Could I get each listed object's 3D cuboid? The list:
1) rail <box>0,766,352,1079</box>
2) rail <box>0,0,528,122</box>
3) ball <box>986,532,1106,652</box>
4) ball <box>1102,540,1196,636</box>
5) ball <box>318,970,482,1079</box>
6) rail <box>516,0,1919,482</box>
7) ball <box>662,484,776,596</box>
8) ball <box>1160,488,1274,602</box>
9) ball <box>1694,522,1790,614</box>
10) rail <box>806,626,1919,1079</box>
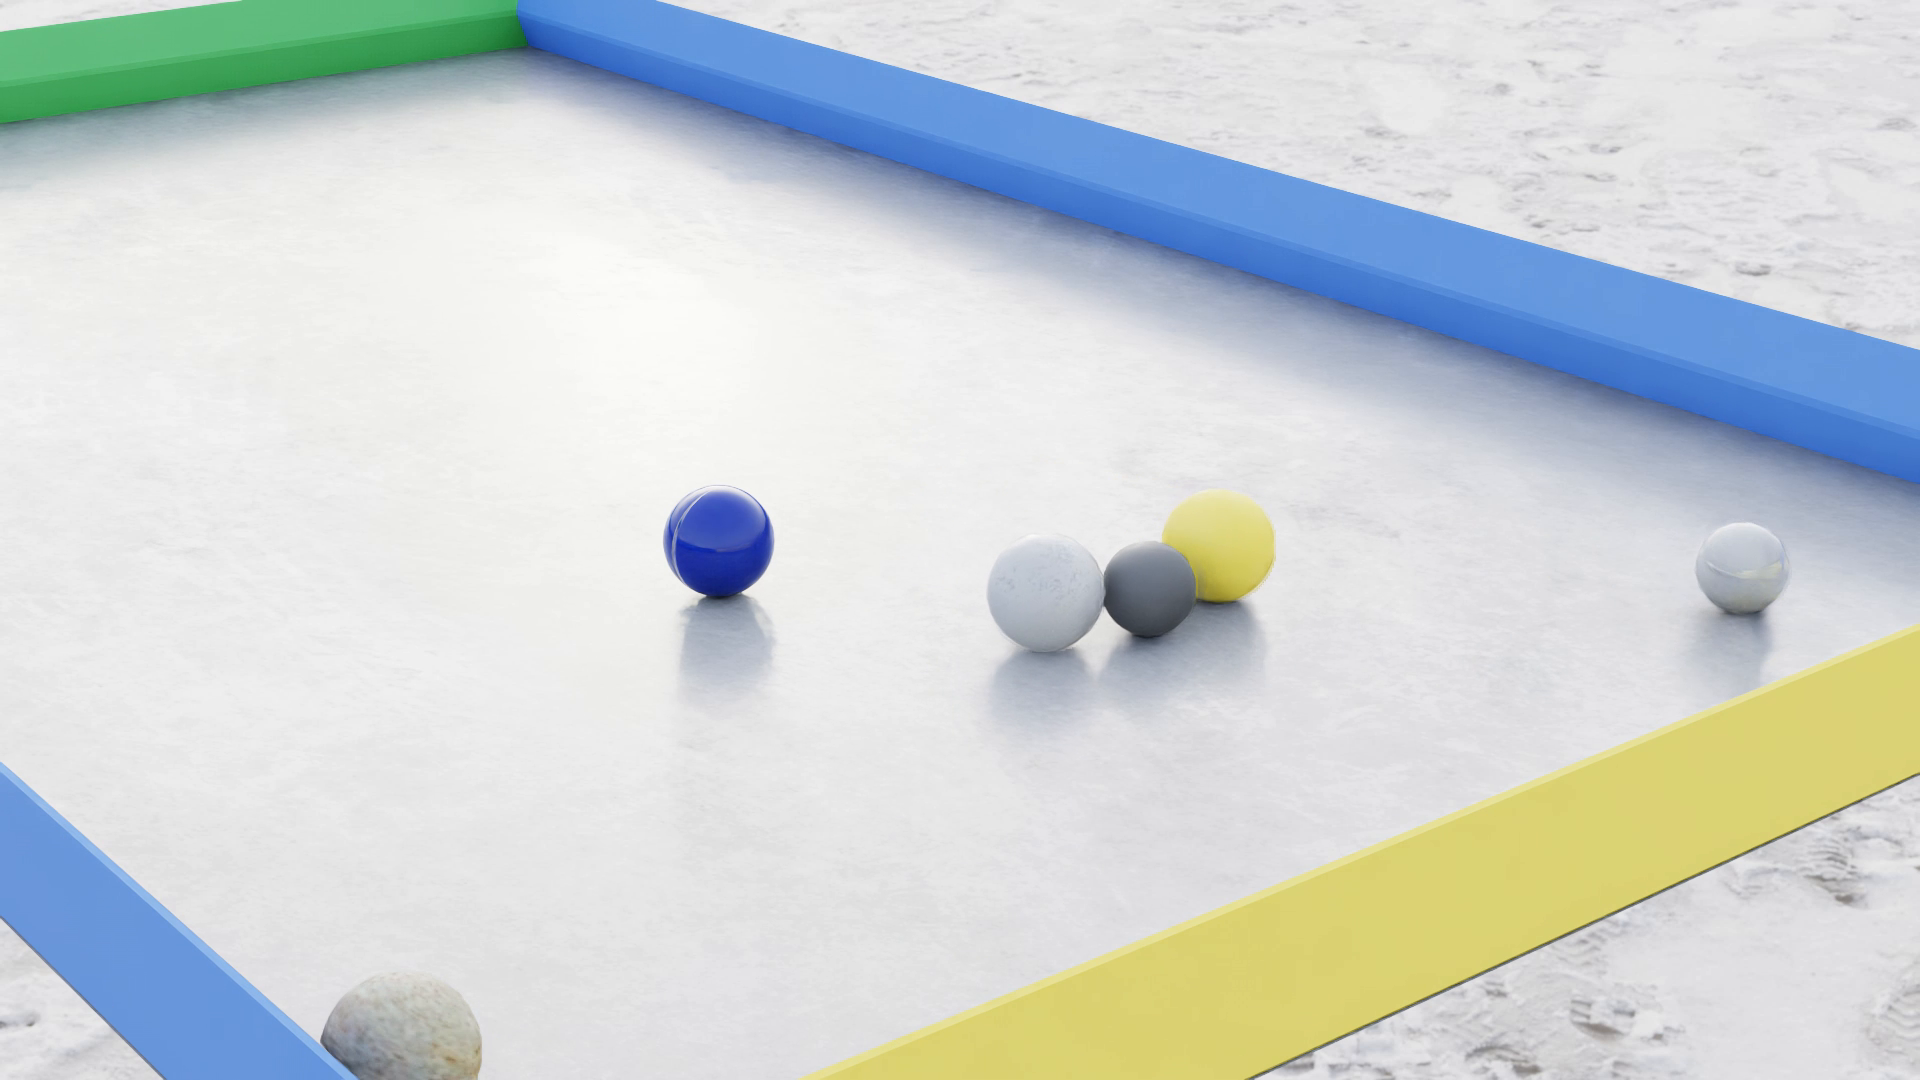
[{"bbox_3d":[-1.125,-0.035,2.562,0.045,0.127,2.940,-16,26,-35],"label":"rail"},{"bbox_3d":[-1.354,-0.640,4.111,1.752,0.127,0.045,-16,26,-35],"label":"rail"},{"bbox_3d":[0.070,0.042,2.408,0.098,0.098,0.098,0,21,0],"label":"ball"},{"bbox_3d":[0.156,0.040,2.438,0.079,0.079,0.079,0,21,0],"label":"ball"},{"bbox_3d":[-0.331,0.303,1.741,0.095,0.095,0.095,0,21,0],"label":"ball"},{"bbox_3d":[0.212,-0.420,3.549,0.045,0.127,2.940,-16,26,-35],"label":"rail"},{"bbox_3d":[-0.206,0.001,2.515,0.096,0.096,0.096,0,21,0],"label":"ball"},{"bbox_3d":[0.219,0.004,2.504,0.097,0.097,0.097,0,21,0],"label":"ball"},{"bbox_3d":[0.660,0.023,2.482,0.078,0.078,0.078,0,21,0],"label":"ball"},{"bbox_3d":[0.442,0.184,1.999,1.752,0.127,0.045,-16,26,-35],"label":"rail"}]
